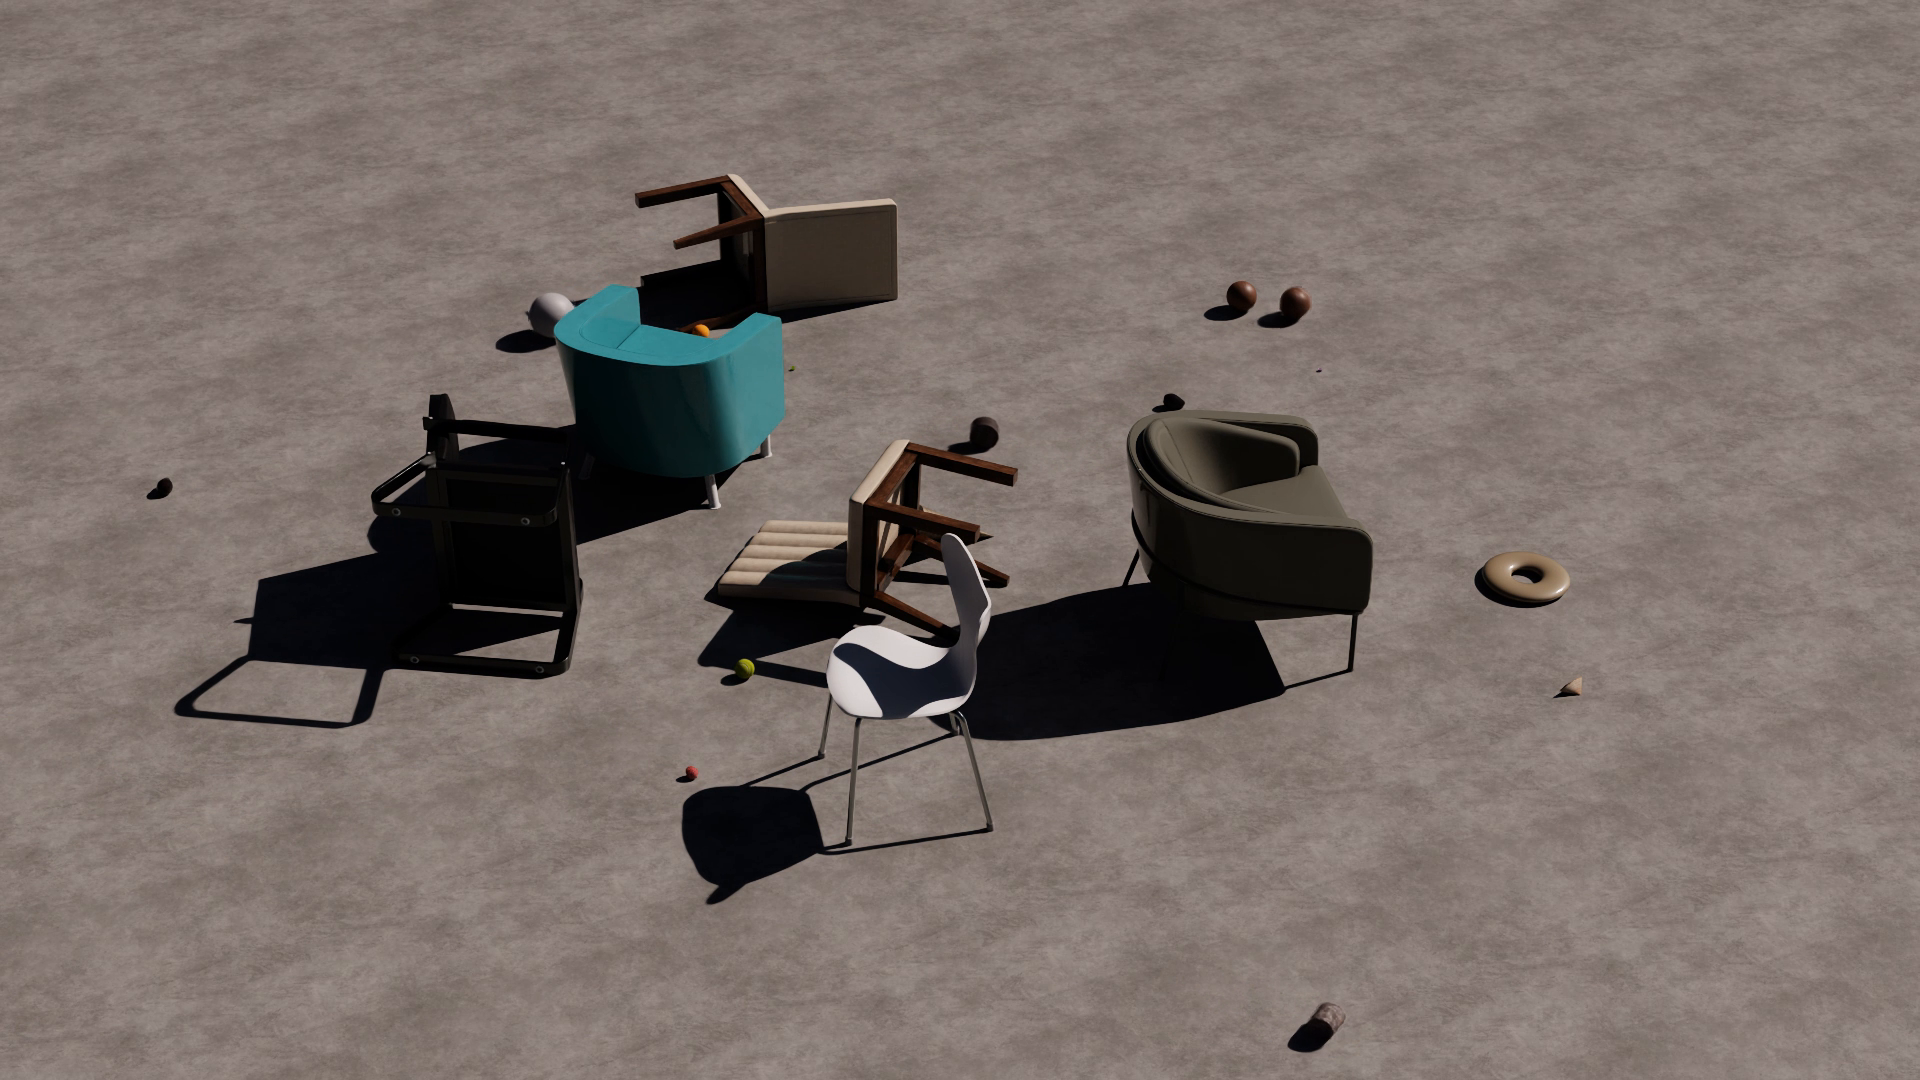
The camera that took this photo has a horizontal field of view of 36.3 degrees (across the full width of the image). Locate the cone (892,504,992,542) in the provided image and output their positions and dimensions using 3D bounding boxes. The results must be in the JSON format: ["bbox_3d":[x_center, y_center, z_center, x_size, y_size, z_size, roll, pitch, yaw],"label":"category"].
[{"bbox_3d":[-0.032,-0.038,10.899,0.351,0.131,0.315,9,-14,-22],"label":"cone"}]

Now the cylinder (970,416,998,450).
[{"bbox_3d":[0.094,-0.419,11.479,0.113,0.111,0.063,29,30,-15],"label":"cylinder"}]

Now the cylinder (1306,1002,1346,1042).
[{"bbox_3d":[1.086,1.429,8.698,0.090,0.080,0.082,-27,10,44],"label":"cylinder"}]

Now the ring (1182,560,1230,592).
[{"bbox_3d":[0.900,0.129,10.698,0.176,0.057,0.156,3,35,6],"label":"ring"}]

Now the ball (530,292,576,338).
[{"bbox_3d":[-1.694,-0.933,12.187,0.191,0.191,0.191,0,33,0],"label":"ball"}]

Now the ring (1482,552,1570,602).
[{"bbox_3d":[2.066,0.134,10.700,0.322,0.045,0.315,28,42,35],"label":"ring"}]
